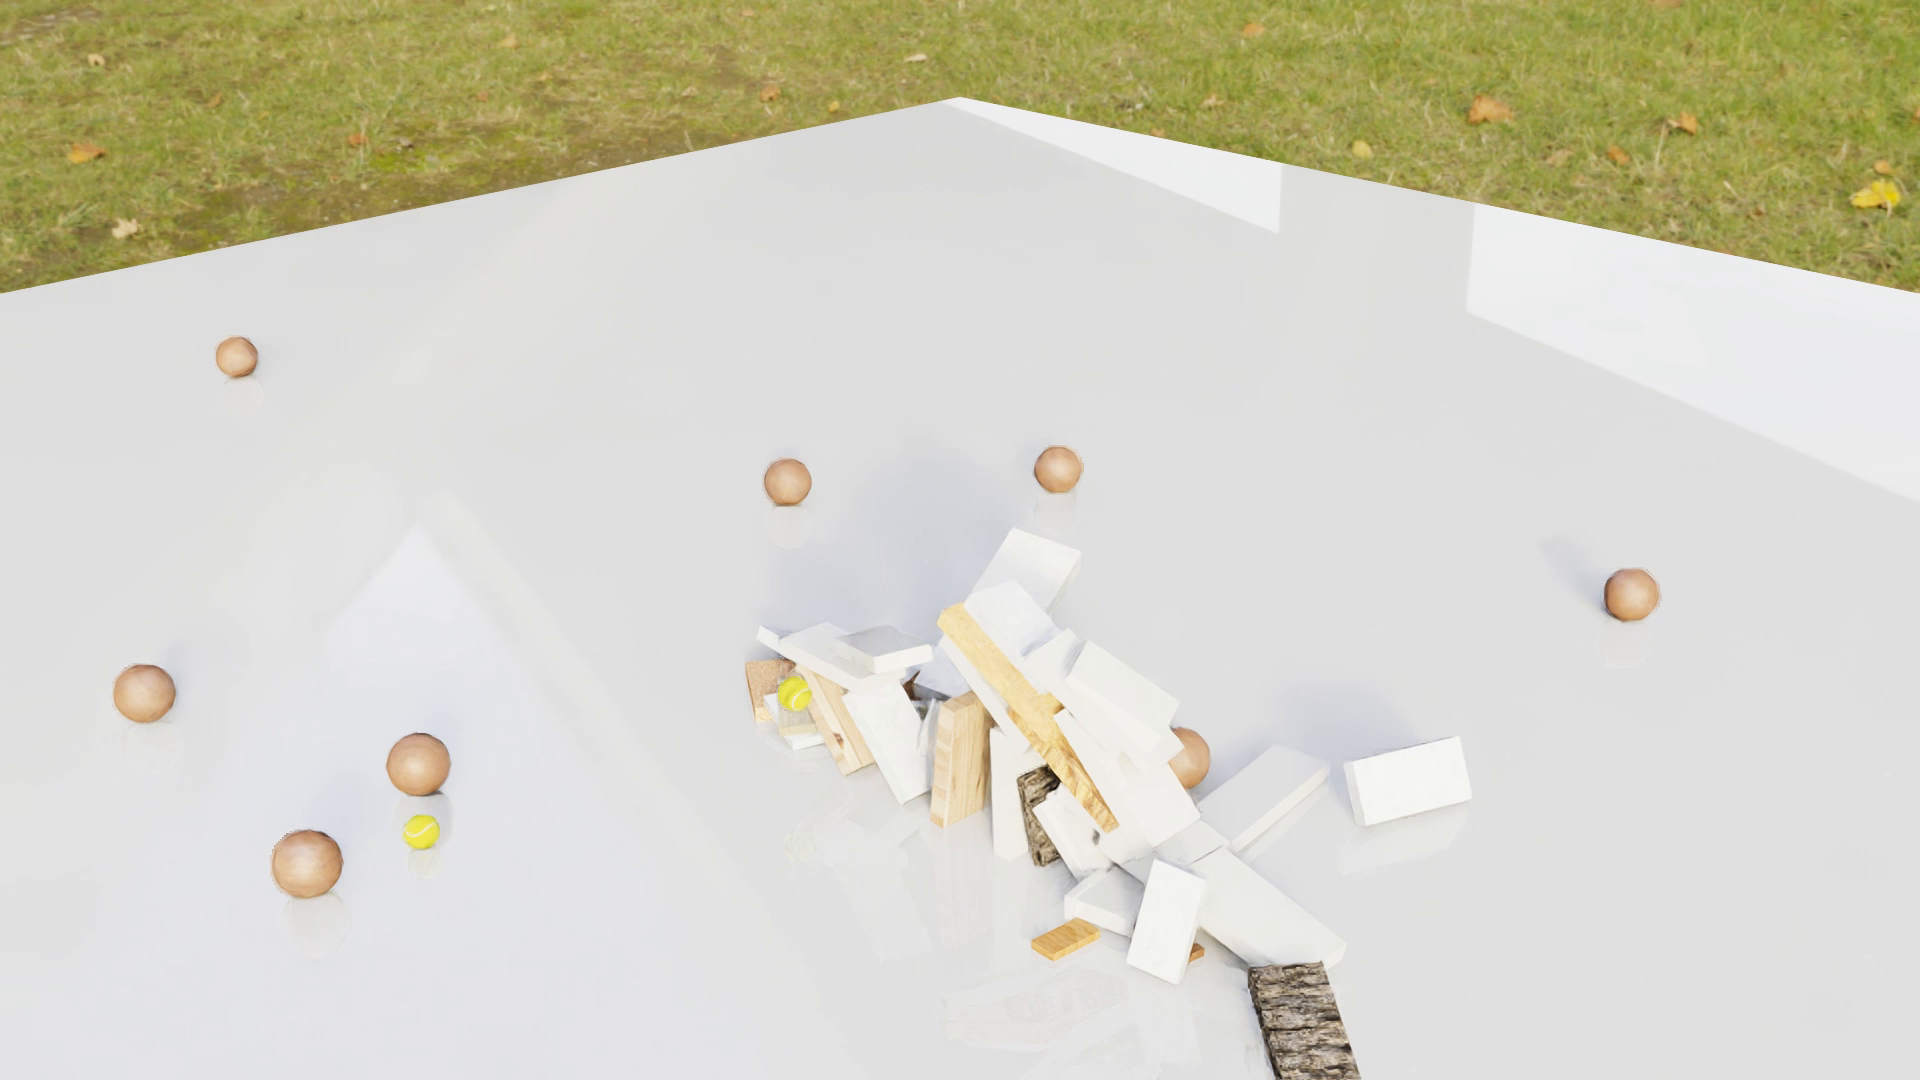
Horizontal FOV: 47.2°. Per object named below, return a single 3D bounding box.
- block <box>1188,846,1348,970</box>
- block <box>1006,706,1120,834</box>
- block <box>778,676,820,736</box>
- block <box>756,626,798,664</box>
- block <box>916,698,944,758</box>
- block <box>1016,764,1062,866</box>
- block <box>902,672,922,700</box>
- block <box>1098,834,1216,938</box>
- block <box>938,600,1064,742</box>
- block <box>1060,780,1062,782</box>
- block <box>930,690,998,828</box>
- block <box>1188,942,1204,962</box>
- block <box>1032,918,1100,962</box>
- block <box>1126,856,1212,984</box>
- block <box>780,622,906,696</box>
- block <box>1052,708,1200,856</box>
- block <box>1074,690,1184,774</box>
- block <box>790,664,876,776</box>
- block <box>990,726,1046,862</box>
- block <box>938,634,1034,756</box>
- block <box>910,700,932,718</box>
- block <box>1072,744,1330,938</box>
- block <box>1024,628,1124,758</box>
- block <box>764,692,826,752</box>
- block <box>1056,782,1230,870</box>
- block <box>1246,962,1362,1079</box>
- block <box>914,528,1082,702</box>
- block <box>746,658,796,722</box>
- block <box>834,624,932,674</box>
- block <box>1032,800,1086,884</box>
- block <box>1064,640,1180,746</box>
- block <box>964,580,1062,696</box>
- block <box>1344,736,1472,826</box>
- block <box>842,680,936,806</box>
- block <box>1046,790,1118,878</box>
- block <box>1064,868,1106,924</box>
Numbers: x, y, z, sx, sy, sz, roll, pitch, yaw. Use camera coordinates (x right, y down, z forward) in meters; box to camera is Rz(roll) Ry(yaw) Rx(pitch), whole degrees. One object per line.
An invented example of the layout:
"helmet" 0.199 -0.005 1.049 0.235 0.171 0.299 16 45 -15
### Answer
"block" 0.528 0.680 3.949 0.151 0.043 0.301 -22 44 -38
"block" 0.239 0.402 4.143 0.149 0.042 0.299 -21 62 -41
"block" -0.350 0.356 4.759 0.084 0.024 0.168 -8 37 0
"block" -0.354 0.258 5.052 0.117 0.033 0.234 12 10 -43
"block" -0.047 0.388 4.519 0.056 0.113 0.016 18 3 -22
"block" 0.167 0.533 4.274 0.090 0.180 0.026 -21 15 -41
"block" -0.071 0.326 4.952 0.084 0.024 0.189 6 23 27
"block" 0.457 0.641 4.082 0.151 0.043 0.408 -20 43 -41
"block" 0.116 0.234 4.180 0.149 0.042 0.323 -20 57 -40
"block" 0.172 0.431 4.554 0.176 0.050 0.353 0 23 -1
"block" 0.012 0.431 4.392 0.137 0.274 0.039 -21 37 -41
"block" 0.384 0.734 4.009 0.059 0.017 0.118 -16 28 -33
"block" 0.193 0.730 4.019 0.118 0.017 0.059 -19 29 -37
"block" 0.370 0.674 3.900 0.101 0.203 0.029 20 15 26
"block" -0.245 0.246 4.593 0.126 0.036 0.252 -20 31 -39
"block" 0.310 0.420 4.070 0.149 0.299 0.042 -24 -11 -44
"block" 0.306 0.322 4.001 0.101 0.029 0.206 -23 67 -44
"block" -0.247 0.360 4.639 0.126 0.252 0.036 -22 -10 -41
"block" 0.125 0.475 4.289 0.137 0.274 0.039 -21 28 -41
"block" 0.094 0.273 4.239 0.137 0.039 0.274 -22 68 -41
"block" -0.053 0.370 4.784 0.113 0.056 0.016 -1 60 46
"block" 0.490 0.579 4.324 0.130 0.037 0.781 16 26 33
"block" 0.242 0.281 4.046 0.241 0.034 0.121 46 42 12
"block" -0.355 0.387 4.767 0.084 0.024 0.168 -14 39 -22
"block" 0.343 0.529 4.145 0.151 0.043 0.302 -20 43 -42
"block" 0.576 0.823 3.692 0.130 0.037 0.259 -3 38 -7
"block" 0.090 0.186 4.952 0.176 0.050 0.502 20 52 18
"block" -0.412 0.335 4.930 0.117 0.033 0.234 -4 23 -10
"block" -0.157 0.220 4.448 0.121 0.034 0.241 -13 12 -21
"block" 0.224 0.574 4.231 0.090 0.026 0.180 -21 73 -41
"block" 0.294 0.276 3.991 0.202 0.029 0.101 34 42 -1
"block" 0.128 0.183 4.182 0.121 0.034 0.241 -18 55 -39
"block" 0.906 0.486 4.446 0.259 0.130 0.037 -10 -4 -23
"block" -0.129 0.408 4.531 0.126 0.252 0.036 -22 -11 -42
"block" 0.245 0.555 4.221 0.090 0.025 0.180 -12 67 -38
"block" 0.235 0.667 4.113 0.017 0.059 0.118 16 28 32
